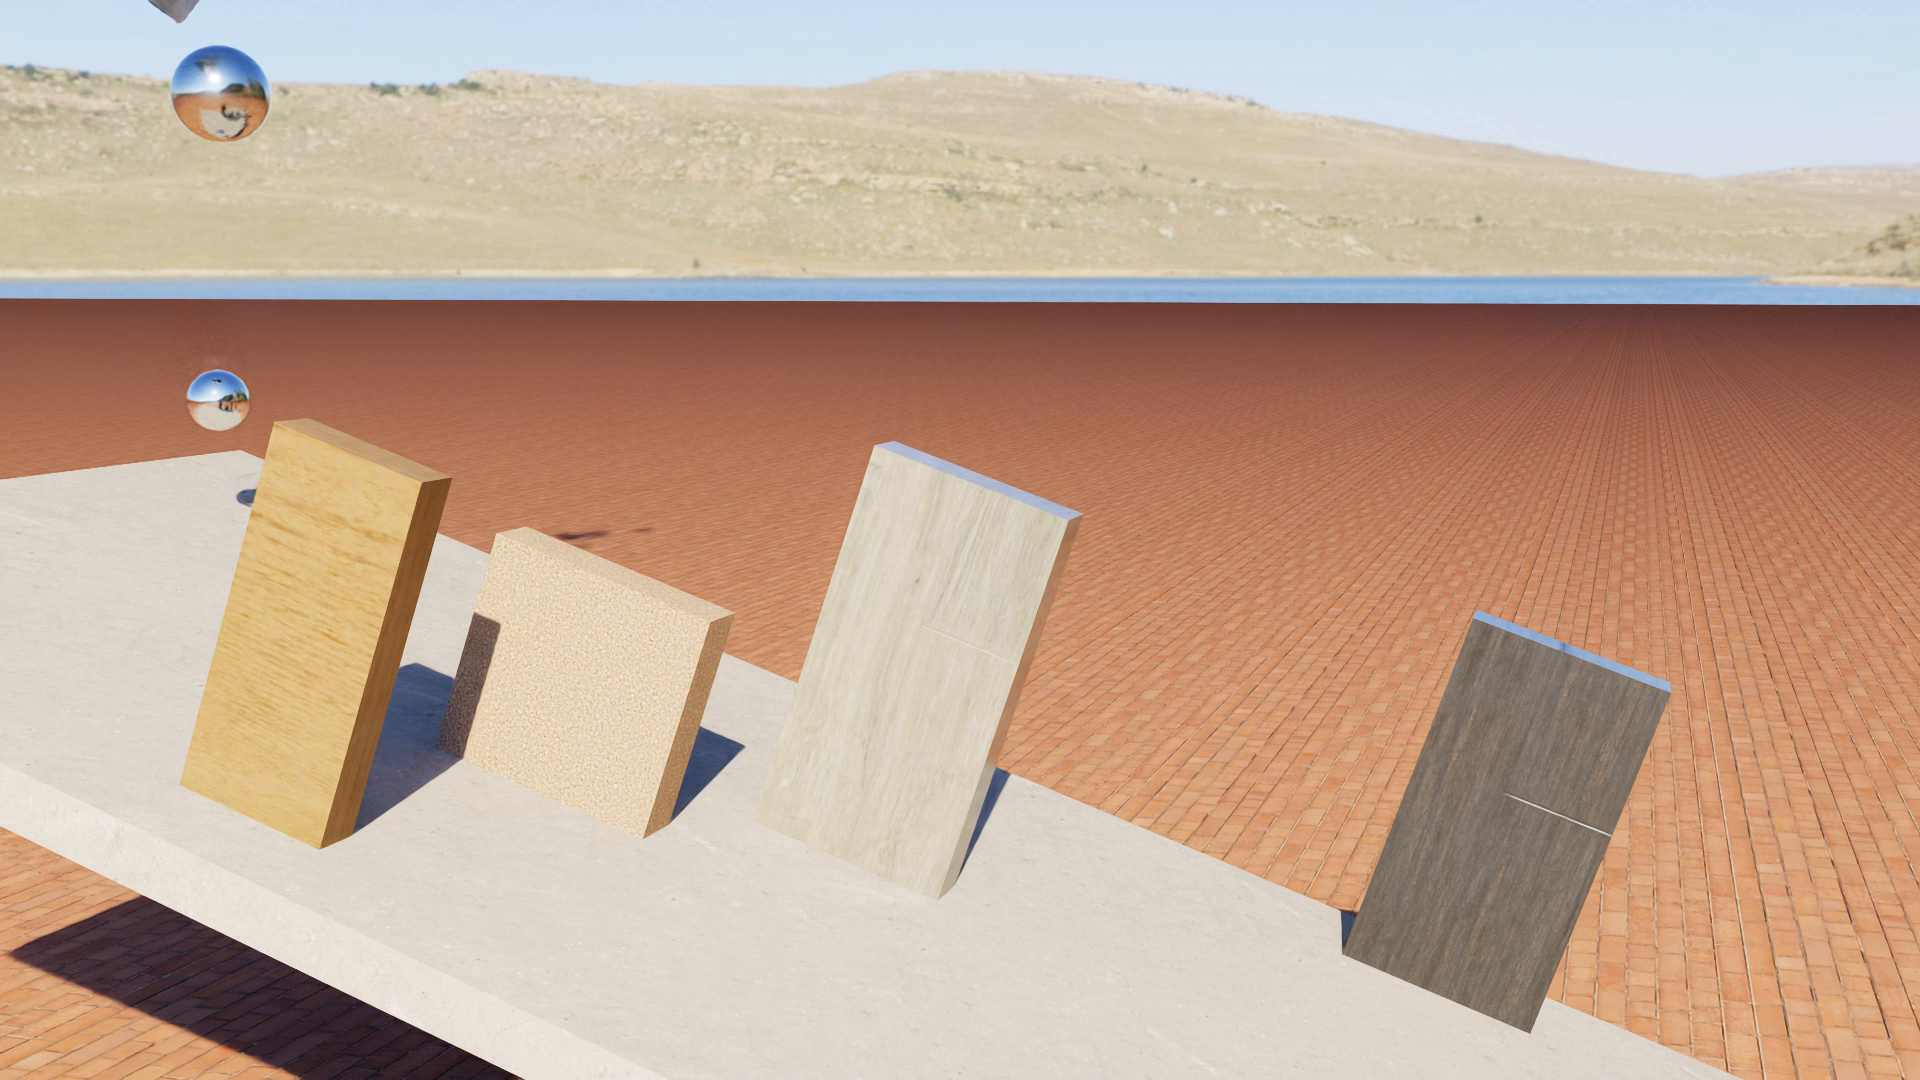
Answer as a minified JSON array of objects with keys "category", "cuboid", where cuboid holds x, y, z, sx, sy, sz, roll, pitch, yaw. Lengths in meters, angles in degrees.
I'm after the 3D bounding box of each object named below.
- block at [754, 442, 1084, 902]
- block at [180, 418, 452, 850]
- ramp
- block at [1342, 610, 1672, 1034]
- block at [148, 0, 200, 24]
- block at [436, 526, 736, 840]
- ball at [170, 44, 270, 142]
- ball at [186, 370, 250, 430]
[{"category":"block","cuboid":[-0.086,0.250,4.226,0.399,0.784,0.114,21,12,14]},{"category":"block","cuboid":[-1.050,0.152,3.573,0.277,0.638,0.094,21,12,14]},{"category":"ramp","cuboid":[-0.345,0.641,4.218,4.000,0.100,2.000,21,12,14]},{"category":"block","cuboid":[1.132,0.585,4.578,0.412,0.773,0.116,21,12,14]},{"category":"block","cuboid":[-1.631,-1.174,4.477,0.147,0.147,0.147,36,-2,18]},{"category":"block","cuboid":[-0.701,0.262,4.096,0.449,0.434,0.114,21,12,14]},{"category":"ball","cuboid":[-1.566,-0.946,4.660,0.202,0.202,0.202,0,7,0]},{"category":"ball","cuboid":[-1.636,-0.308,4.851,0.134,0.134,0.134,0,7,0]}]
